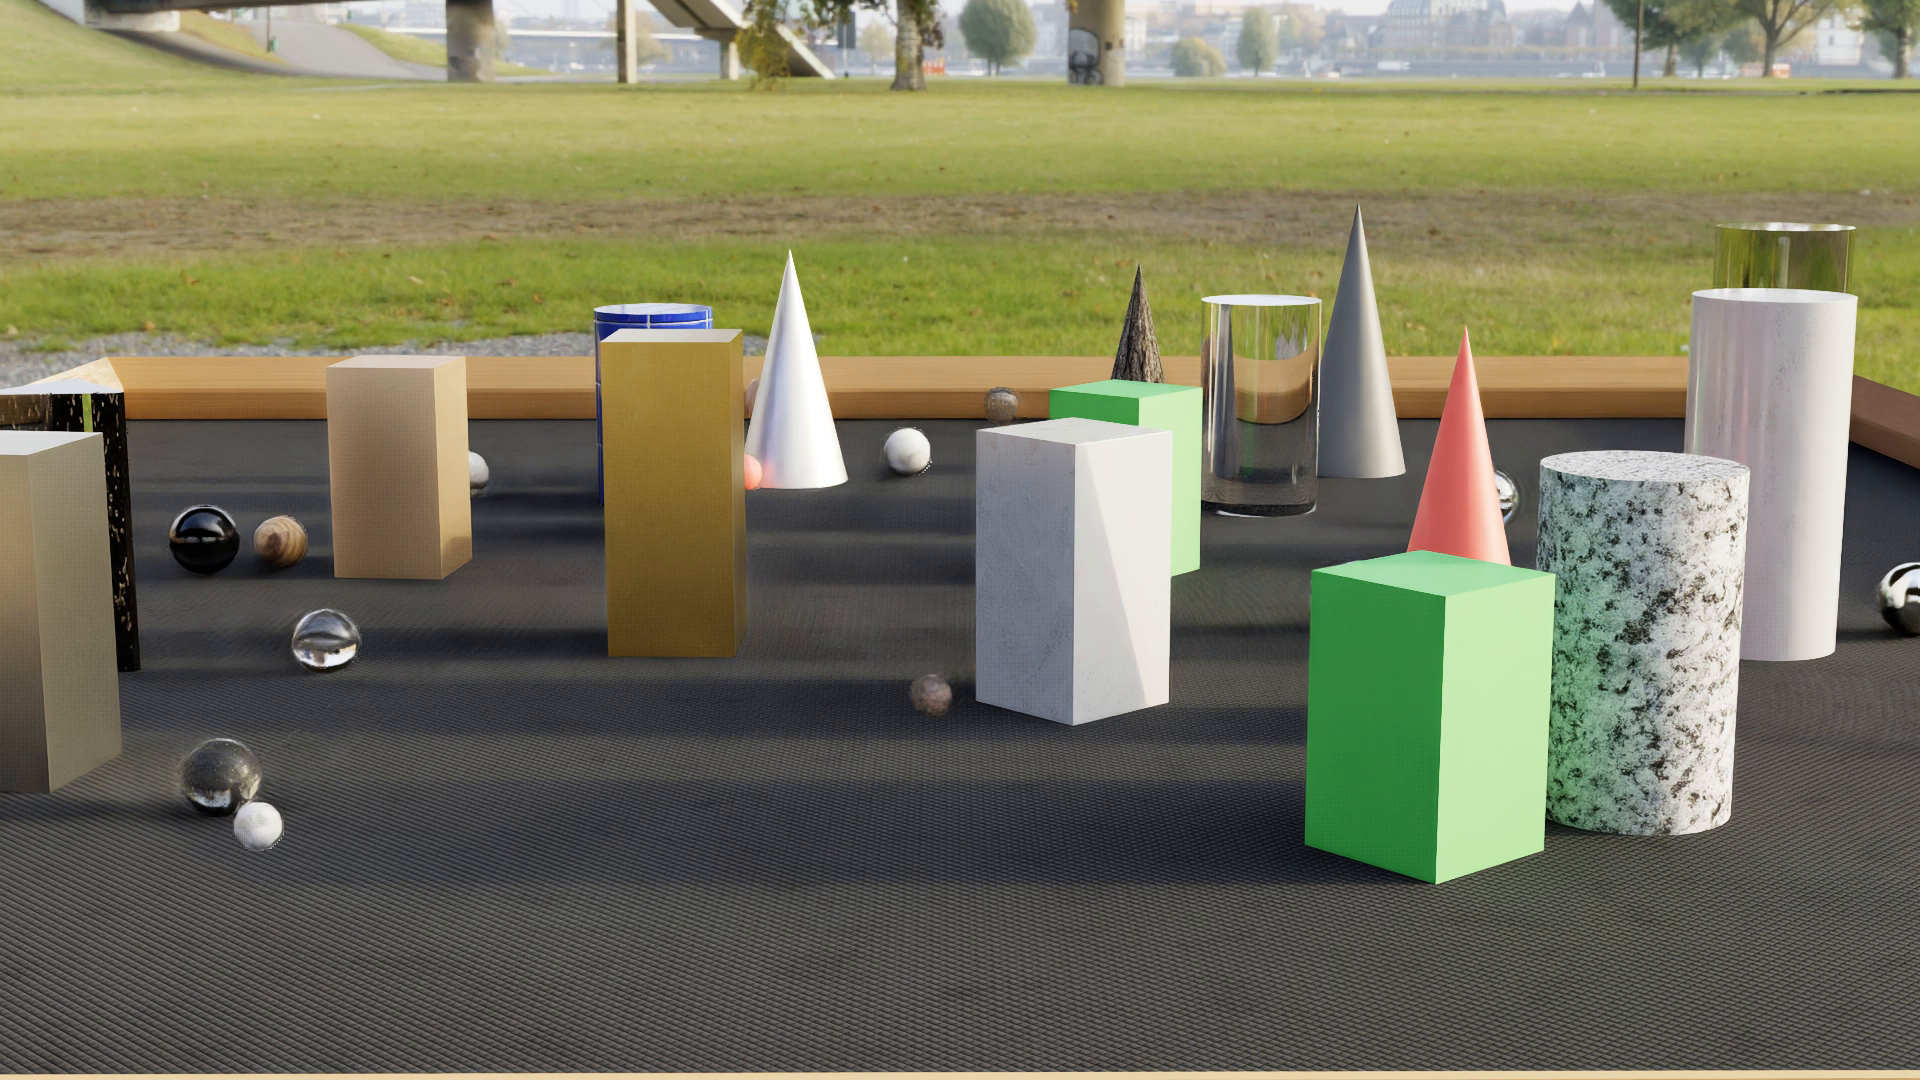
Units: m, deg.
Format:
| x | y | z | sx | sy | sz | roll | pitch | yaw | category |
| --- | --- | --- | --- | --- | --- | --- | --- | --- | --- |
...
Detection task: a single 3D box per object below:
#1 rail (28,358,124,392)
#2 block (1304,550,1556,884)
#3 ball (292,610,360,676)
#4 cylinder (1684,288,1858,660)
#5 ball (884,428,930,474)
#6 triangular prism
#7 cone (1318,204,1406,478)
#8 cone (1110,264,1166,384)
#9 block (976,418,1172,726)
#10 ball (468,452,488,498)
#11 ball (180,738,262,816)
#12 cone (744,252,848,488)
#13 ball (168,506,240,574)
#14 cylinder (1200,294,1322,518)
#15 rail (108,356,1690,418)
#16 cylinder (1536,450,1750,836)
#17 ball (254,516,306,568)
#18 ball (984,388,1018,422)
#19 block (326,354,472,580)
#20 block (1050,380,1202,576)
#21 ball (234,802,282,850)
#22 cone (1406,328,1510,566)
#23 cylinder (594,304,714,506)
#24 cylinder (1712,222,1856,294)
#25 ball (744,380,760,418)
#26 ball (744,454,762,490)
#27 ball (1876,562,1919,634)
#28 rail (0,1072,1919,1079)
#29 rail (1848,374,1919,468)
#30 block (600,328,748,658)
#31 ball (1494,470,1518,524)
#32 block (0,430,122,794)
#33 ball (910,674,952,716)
| x | y | z | sx | sy | sz | roll | pitch | yaw | category |
| --- | --- | --- | --- | --- | --- | --- | --- | --- | --- |
| -1.737 | 0.035 | 3.439 | 0.045 | 0.128 | 3.860 | 0 | 10 | 0 | rail |
| 0.437 | 0.160 | 2.395 | 0.158 | 0.265 | 0.158 | -9 | 14 | -40 | block |
| -0.766 | 0.123 | 3.099 | 0.079 | 0.079 | 0.079 | 0 | 10 | 0 | ball |
| 1.013 | -0.086 | 3.231 | 0.197 | 0.444 | 0.197 | 0 | 10 | 0 | cylinder |
| -0.094 | -0.159 | 4.614 | 0.083 | 0.083 | 0.083 | 0 | 10 | 0 | ball |
| -1.095 | -0.020 | 3.156 | 0.171 | 0.341 | 0.148 | -1 | 11 | -7 | triangular prism |
| 0.712 | -0.368 | 4.632 | 0.197 | 0.487 | 0.197 | 0 | 10 | 0 | cone |
| 0.282 | -0.231 | 4.073 | 0.197 | 0.422 | 0.197 | 0 | 10 | 0 | cone |
| 0.130 | 0.031 | 2.944 | 0.158 | 0.317 | 0.158 | -10 | 14 | -42 | block |
| -0.843 | -0.112 | 4.363 | 0.081 | 0.081 | 0.081 | 0 | 10 | 0 | ball |
| -0.725 | 0.233 | 2.518 | 0.076 | 0.076 | 0.076 | 0 | 10 | 0 | ball |
| -0.298 | -0.309 | 4.526 | 0.197 | 0.409 | 0.197 | 0 | 10 | 0 | cone |
| -1.094 | 0.000 | 3.714 | 0.099 | 0.099 | 0.099 | 0 | 10 | 0 | ball |
| 0.496 | -0.225 | 4.249 | 0.197 | 0.346 | 0.197 | 0 | 10 | 0 | cylinder |
| -0.011 | -0.314 | 5.323 | 3.521 | 0.128 | 0.045 | 0 | 10 | 0 | rail |
| 0.664 | 0.096 | 2.521 | 0.197 | 0.343 | 0.197 | 0 | 10 | 0 | cylinder |
| -0.996 | 0.004 | 3.755 | 0.076 | 0.076 | 0.076 | 0 | 10 | 0 | ball |
| 0.086 | -0.276 | 5.283 | 0.070 | 0.070 | 0.070 | 0 | 10 | 0 | ball |
| -0.814 | -0.109 | 3.735 | 0.158 | 0.304 | 0.158 | 1 | 11 | 5 | block |
| 0.240 | -0.087 | 3.720 | 0.158 | 0.267 | 0.158 | 8 | 13 | 38 | block |
| -0.660 | 0.269 | 2.413 | 0.044 | 0.044 | 0.044 | 0 | 10 | 0 | ball |
| 0.549 | -0.013 | 2.825 | 0.197 | 0.448 | 0.197 | 0 | 10 | 0 | cone |
| -0.511 | -0.225 | 4.305 | 0.197 | 0.326 | 0.197 | 0 | 10 | 0 | cylinder |
| 1.212 | -0.219 | 3.815 | 0.197 | 0.492 | 0.197 | 0 | 10 | 0 | cylinder |
| -0.395 | -0.284 | 5.257 | 0.096 | 0.096 | 0.096 | 0 | 10 | 0 | ball |
| -0.373 | -0.116 | 4.439 | 0.063 | 0.063 | 0.063 | 0 | 10 | 0 | ball |
| 1.235 | 0.076 | 3.319 | 0.093 | 0.093 | 0.093 | 0 | 10 | 0 | ball |
| 0.011 | 0.380 | 1.575 | 3.521 | 0.128 | 0.045 | 0 | 10 | 0 | rail |
| 1.737 | 0.031 | 3.459 | 0.045 | 0.128 | 3.860 | 0 | 10 | 0 | rail |
| -0.358 | -0.062 | 3.238 | 0.158 | 0.393 | 0.158 | 0 | 10 | 1 | block |
| 0.839 | -0.066 | 4.082 | 0.095 | 0.095 | 0.095 | 0 | 10 | 0 | ball |
| -0.988 | 0.070 | 2.656 | 0.158 | 0.346 | 0.158 | 2 | 11 | 8 | block |
| -0.033 | 0.176 | 2.907 | 0.047 | 0.047 | 0.047 | 0 | 10 | 0 | ball |
